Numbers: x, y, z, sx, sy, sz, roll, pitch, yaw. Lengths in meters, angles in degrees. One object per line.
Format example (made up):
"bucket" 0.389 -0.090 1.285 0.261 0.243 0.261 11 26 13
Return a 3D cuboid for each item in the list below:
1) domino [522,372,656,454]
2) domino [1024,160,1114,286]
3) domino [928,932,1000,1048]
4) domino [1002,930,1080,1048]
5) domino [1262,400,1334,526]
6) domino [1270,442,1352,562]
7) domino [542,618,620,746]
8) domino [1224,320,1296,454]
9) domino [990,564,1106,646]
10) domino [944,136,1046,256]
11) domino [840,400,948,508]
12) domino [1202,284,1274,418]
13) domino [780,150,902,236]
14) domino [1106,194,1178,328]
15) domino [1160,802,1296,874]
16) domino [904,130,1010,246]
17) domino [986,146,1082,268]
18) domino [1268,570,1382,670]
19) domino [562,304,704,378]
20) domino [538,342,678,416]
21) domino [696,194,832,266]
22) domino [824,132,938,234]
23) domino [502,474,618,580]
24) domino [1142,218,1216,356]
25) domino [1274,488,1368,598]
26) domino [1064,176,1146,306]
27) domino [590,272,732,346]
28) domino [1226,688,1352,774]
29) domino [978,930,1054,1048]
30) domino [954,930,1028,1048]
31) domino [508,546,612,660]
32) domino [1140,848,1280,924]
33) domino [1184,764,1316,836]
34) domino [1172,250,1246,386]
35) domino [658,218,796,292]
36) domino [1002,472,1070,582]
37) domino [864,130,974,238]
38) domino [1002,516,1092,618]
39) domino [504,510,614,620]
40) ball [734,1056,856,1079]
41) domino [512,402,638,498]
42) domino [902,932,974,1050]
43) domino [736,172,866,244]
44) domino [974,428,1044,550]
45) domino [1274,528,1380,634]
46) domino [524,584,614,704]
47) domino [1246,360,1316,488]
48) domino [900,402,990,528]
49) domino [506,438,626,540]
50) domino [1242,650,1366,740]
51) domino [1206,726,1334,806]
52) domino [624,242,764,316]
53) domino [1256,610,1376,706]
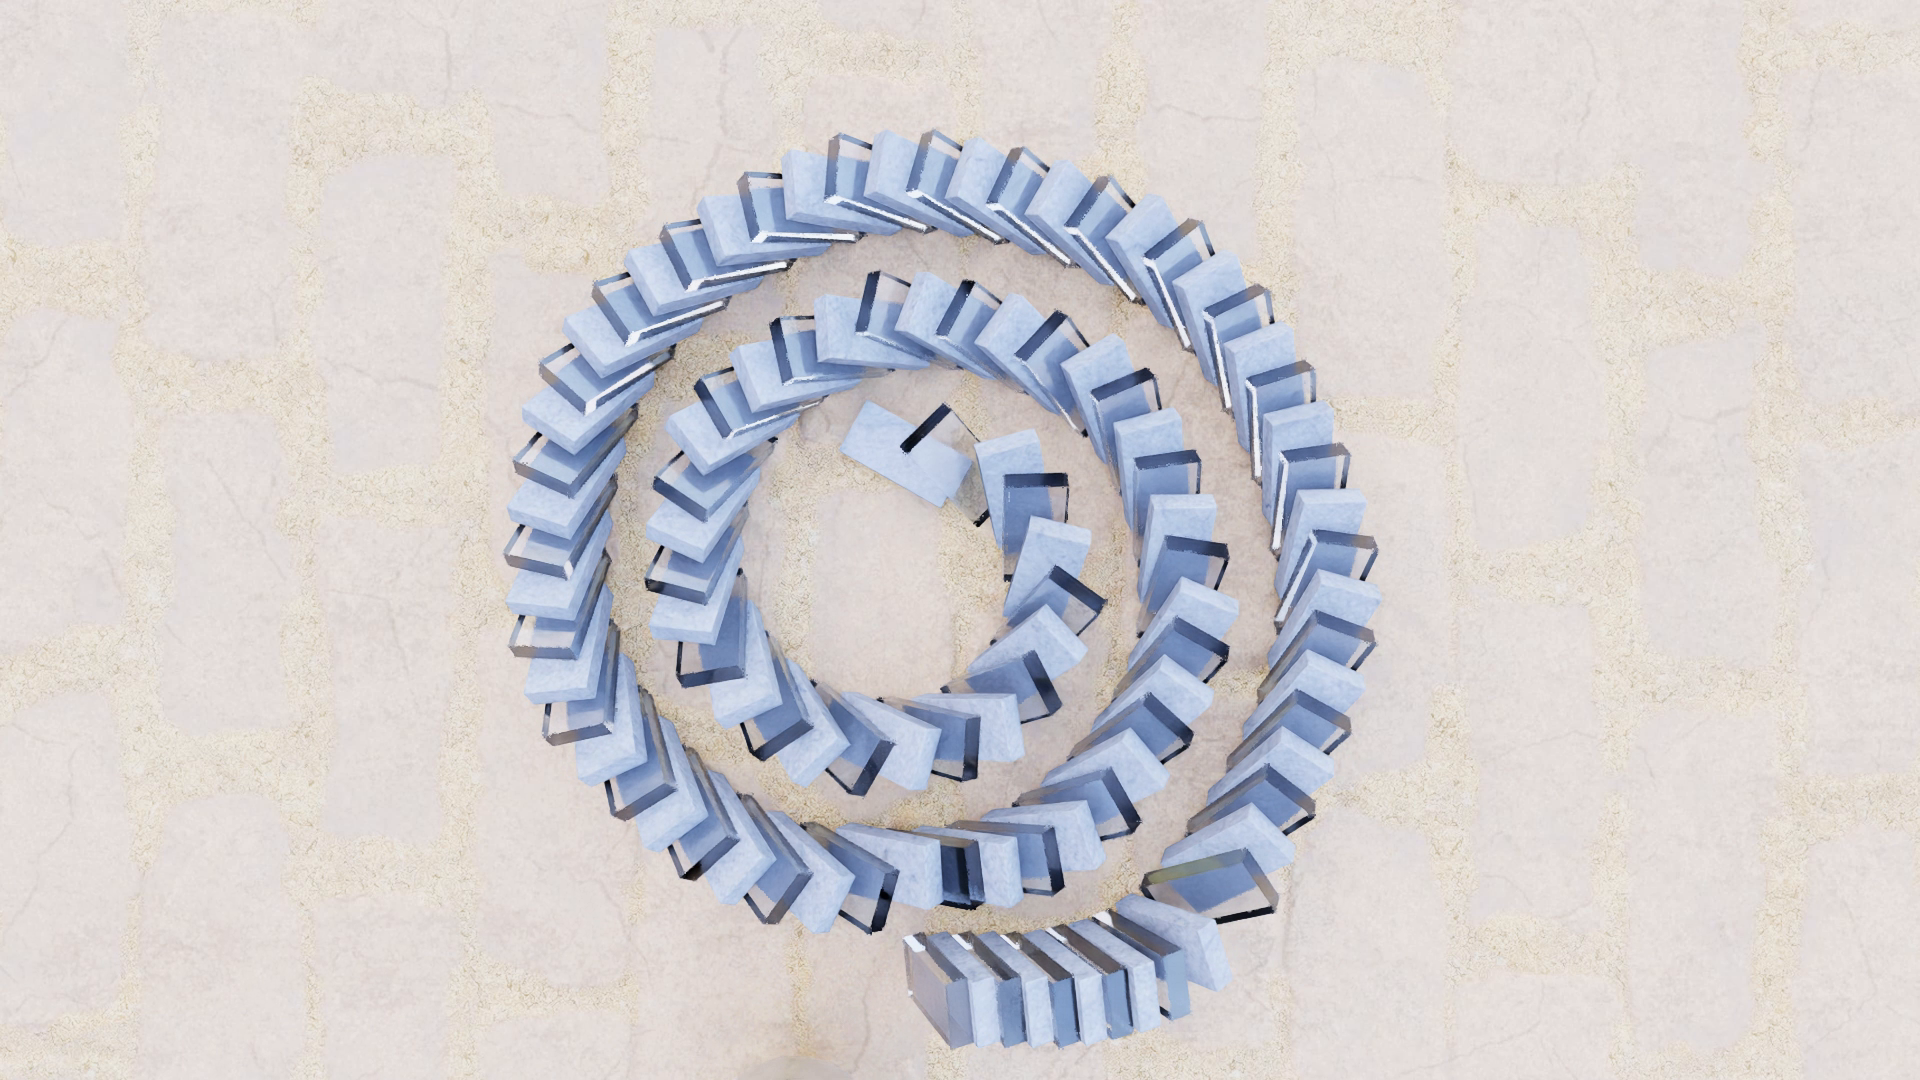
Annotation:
"domino" -0.153 -0.060 0.381 0.025 0.009 0.050 33 52 0
"domino" 0.052 -0.131 0.381 0.050 0.009 0.025 30 90 -36
"domino" 0.001 0.183 0.375 0.009 0.050 0.025 -6 90 -22
"domino" 0.032 0.182 0.375 0.009 0.050 0.025 -6 90 -22
"domino" 0.140 -0.031 0.381 0.025 0.009 0.050 -13 126 0
"domino" 0.145 -0.015 0.381 0.025 0.010 0.050 -8 126 0
"domino" -0.157 0.059 0.381 0.025 0.010 0.050 -12 52 0
"domino" 0.127 -0.063 0.381 0.025 0.010 0.050 -22 127 0
"domino" 0.035 0.034 0.380 0.025 0.009 0.050 36 132 -1
"domino" 0.020 -0.142 0.381 0.050 0.009 0.025 20 90 -37
"domino" -0.024 -0.037 0.395 0.050 0.010 0.025 29 90 0
"domino" 0.119 -0.078 0.381 0.025 0.009 0.050 -26 127 0
"domino" -0.049 -0.144 0.381 0.050 0.010 0.025 -5 90 -38
"domino" 0.083 -0.115 0.381 0.025 0.010 0.050 -46 127 0
"domino" 0.111 0.131 0.381 0.025 0.010 0.050 45 126 0
"domino" 0.003 -0.146 0.381 0.050 0.010 0.025 16 90 -37
"domino" 0.036 -0.137 0.381 0.050 0.010 0.025 25 90 -36
"domino" 0.151 0.037 0.381 0.025 0.010 0.050 15 127 -1
"domino" -0.135 -0.089 0.381 0.025 0.009 0.050 50 53 0
"domino" -0.146 -0.075 0.381 0.025 0.009 0.050 41 52 1
"domino" -0.081 -0.130 0.381 0.050 0.010 0.025 -20 90 -37
"domino" -0.031 -0.147 0.381 0.050 0.009 0.025 5 89 -37
"domino" -0.165 -0.009 0.381 0.025 0.009 0.050 13 53 0
"domino" 0.097 -0.104 0.381 0.025 0.010 0.050 -38 127 -1
"domino" 0.149 0.002 0.381 0.025 0.010 0.050 -1 127 0
"domino" 0.068 -0.124 0.381 0.050 0.010 0.025 35 90 -37
"domino" -0.123 -0.101 0.381 0.050 0.010 0.025 -35 90 -37
"domino" 0.136 0.086 0.381 0.025 0.010 0.050 29 126 0
"domino" 0.021 0.182 0.375 0.010 0.050 0.025 -6 90 -22
"domino" 0.011 0.182 0.375 0.010 0.050 0.025 -6 90 -22
"domino" -0.166 0.025 0.381 0.025 0.010 0.050 3 53 1
"domino" 0.103 0.146 0.381 0.050 0.010 0.025 -31 96 35
"domino" 0.120 0.116 0.381 0.025 0.009 0.050 38 126 0
"domino" 0.108 -0.092 0.381 0.025 0.010 0.050 -32 127 0
"domino" -0.096 -0.121 0.381 0.050 0.009 0.025 -26 90 -37
"domino" 0.031 -0.005 0.380 0.025 0.009 0.050 -2 130 -1
"domino" -0.014 -0.147 0.381 0.050 0.009 0.025 10 89 -37
"domino" 0.035 0.014 0.380 0.025 0.010 0.050 14 131 0
"domino" -0.166 0.009 0.381 0.025 0.009 0.050 6 53 0
"ball" -0.068 0.248 0.360 0.080 0.080 0.080 0 90 0
"domino" -0.159 -0.043 0.381 0.025 0.010 0.050 24 53 0
"domino" -0.010 0.183 0.375 0.010 0.050 0.025 -6 90 -22
"domino" -0.065 -0.138 0.381 0.050 0.010 0.025 -13 90 -37
"domino" 0.023 -0.020 0.380 0.025 0.010 0.050 -15 131 -1
"domino" 0.151 0.020 0.381 0.025 0.010 0.050 8 127 0
"domino" -0.162 0.043 0.381 0.025 0.009 0.050 -6 53 1
"domino" 0.134 -0.047 0.381 0.025 0.009 0.050 -17 126 0
"domino" 0.000 -0.030 0.382 0.025 0.010 0.050 -44 126 0
"domino" -0.162 -0.026 0.381 0.025 0.009 0.050 18 53 0
"domino" 0.142 0.070 0.381 0.025 0.010 0.050 25 126 0
"domino" 0.128 0.101 0.381 0.025 0.009 0.050 33 126 0
"domino" -0.110 -0.112 0.381 0.050 0.010 0.025 -29 90 -37
"domino" 0.147 0.054 0.381 0.025 0.009 0.050 20 127 0
